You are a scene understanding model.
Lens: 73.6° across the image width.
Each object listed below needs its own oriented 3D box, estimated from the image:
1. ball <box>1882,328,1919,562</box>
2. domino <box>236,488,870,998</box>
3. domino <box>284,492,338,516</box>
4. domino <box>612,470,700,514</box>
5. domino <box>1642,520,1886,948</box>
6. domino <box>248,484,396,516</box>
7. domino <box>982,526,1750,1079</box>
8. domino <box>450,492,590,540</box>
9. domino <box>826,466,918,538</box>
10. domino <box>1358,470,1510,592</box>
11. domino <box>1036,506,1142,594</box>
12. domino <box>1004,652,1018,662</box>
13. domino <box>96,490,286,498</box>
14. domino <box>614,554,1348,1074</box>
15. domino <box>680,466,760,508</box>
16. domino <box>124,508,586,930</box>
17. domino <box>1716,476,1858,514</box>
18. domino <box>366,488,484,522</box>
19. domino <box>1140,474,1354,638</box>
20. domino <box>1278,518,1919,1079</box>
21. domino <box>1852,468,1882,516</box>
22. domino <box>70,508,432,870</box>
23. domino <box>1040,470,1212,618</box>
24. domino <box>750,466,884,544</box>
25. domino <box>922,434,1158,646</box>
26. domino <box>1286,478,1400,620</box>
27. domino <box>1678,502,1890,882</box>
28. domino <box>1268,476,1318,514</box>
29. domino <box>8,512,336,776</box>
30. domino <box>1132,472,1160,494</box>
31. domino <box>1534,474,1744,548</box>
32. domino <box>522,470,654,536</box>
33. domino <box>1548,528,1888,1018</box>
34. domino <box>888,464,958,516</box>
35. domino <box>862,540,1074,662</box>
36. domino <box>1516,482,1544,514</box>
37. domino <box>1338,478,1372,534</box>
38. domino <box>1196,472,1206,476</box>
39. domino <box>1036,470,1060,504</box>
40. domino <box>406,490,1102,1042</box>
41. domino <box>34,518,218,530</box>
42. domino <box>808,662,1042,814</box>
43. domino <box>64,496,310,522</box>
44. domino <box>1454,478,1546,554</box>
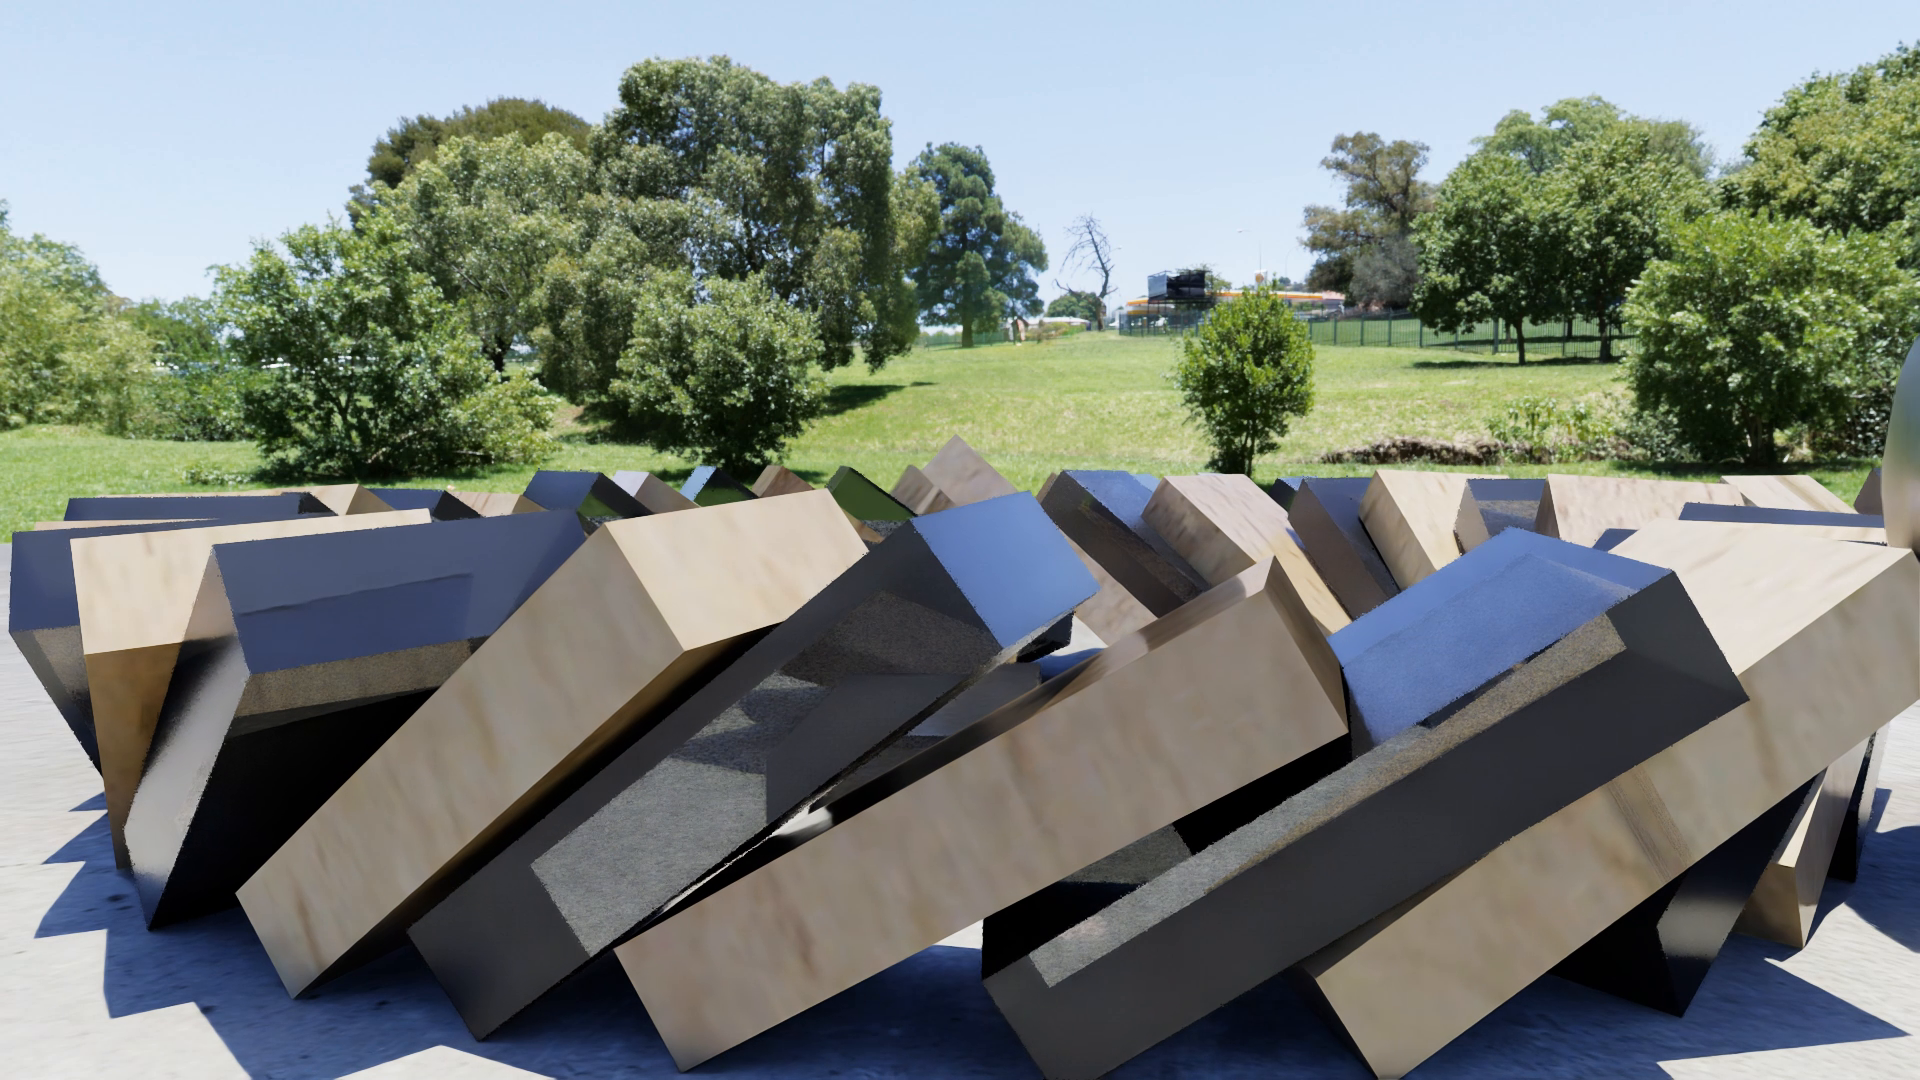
[{"bbox_3d":[0.121,-0.005,0.100,0.080,0.080,0.080,0,4,0],"label":"ball"},{"bbox_3d":[-0.031,0.016,0.099,0.050,0.009,0.025,-39,-11,26],"label":"domino"},{"bbox_3d":[-0.102,0.009,0.209,0.025,0.010,0.050,0,-29,16],"label":"domino"},{"bbox_3d":[-0.058,0.002,0.299,0.050,0.009,0.025,37,-15,-27],"label":"domino"},{"bbox_3d":[0.076,0.016,0.129,0.025,0.009,0.050,4,37,45],"label":"domino"},{"bbox_3d":[-0.099,0.007,0.227,0.025,0.010,0.050,-2,-29,23],"label":"domino"},{"bbox_3d":[0.025,0.018,0.093,0.050,0.010,0.025,-32,5,5],"label":"domino"},{"bbox_3d":[-0.081,0.006,0.267,0.025,0.010,0.050,3,-24,38],"label":"domino"},{"bbox_3d":[-0.011,0.000,0.323,0.050,0.009,0.025,36,-3,-11],"label":"domino"},{"bbox_3d":[0.086,0.008,0.206,0.025,0.010,0.050,2,40,-10],"label":"domino"},{"bbox_3d":[0.022,-0.001,0.331,0.050,0.009,0.025,35,1,-2],"label":"domino"},{"bbox_3d":[-0.015,0.013,0.199,0.025,0.009,0.050,-5,-19,33],"label":"domino"},{"bbox_3d":[-0.100,0.010,0.188,0.025,0.010,0.050,-1,-30,2],"label":"domino"},{"bbox_3d":[0.003,0.019,0.093,0.050,0.009,0.025,-31,-4,15],"label":"domino"},{"bbox_3d":[-0.043,0.001,0.310,0.050,0.009,0.025,37,-10,-20],"label":"domino"},{"bbox_3d":[-0.050,0.016,0.106,0.025,0.010,0.050,-9,-25,-43],"label":"domino"},{"bbox_3d":[0.173,0.006,0.250,0.025,0.009,0.050,-2,39,-20],"label":"domino"},{"bbox_3d":[-0.091,0.007,0.247,0.025,0.009,0.050,2,-27,30],"label":"domino"},{"bbox_3d":[0.059,0.007,0.233,0.025,0.010,0.050,-4,41,-42],"label":"domino"},{"bbox_3d":[0.044,0.017,0.098,0.050,0.010,0.025,-34,10,-4],"label":"domino"},{"bbox_3d":[0.186,0.006,0.230,0.025,0.010,0.050,0,42,6],"label":"domino"},{"bbox_3d":[-0.065,0.015,0.118,0.025,0.010,0.050,-7,-26,-34],"label":"domino"},{"bbox_3d":[0.040,0.006,0.241,0.050,0.010,0.025,44,25,26],"label":"domino"},{"bbox_3d":[-0.028,0.000,0.317,0.050,0.010,0.025,36,-7,-15],"label":"domino"},{"bbox_3d":[0.016,0.002,0.242,0.050,0.010,0.025,43,2,13],"label":"domino"},{"bbox_3d":[0.079,0.008,0.221,0.025,0.009,0.050,-1,39,-15],"label":"domino"},{"bbox_3d":[0.090,0.014,0.145,0.025,0.010,0.050,7,39,40],"label":"domino"},{"bbox_3d":[0.101,0.002,0.318,0.050,0.010,0.025,39,25,28],"label":"domino"},{"bbox_3d":[-0.077,0.014,0.134,0.025,0.009,0.050,-5,-27,-25],"label":"domino"},{"bbox_3d":[0.064,0.000,0.332,0.050,0.009,0.025,35,15,15],"label":"domino"},{"bbox_3d":[0.093,0.011,0.169,0.025,0.009,0.050,4,41,13],"label":"domino"},{"bbox_3d":[-0.070,0.003,0.282,0.025,0.009,0.050,4,-30,42],"label":"domino"},{"bbox_3d":[0.061,0.017,0.115,0.050,0.009,0.025,-39,25,-29],"label":"domino"},{"bbox_3d":[0.005,-0.001,0.328,0.050,0.009,0.025,35,-1,-6],"label":"domino"},{"bbox_3d":[-0.008,0.011,0.224,0.050,0.009,0.025,14,-20,-18],"label":"domino"},{"bbox_3d":[0.147,0.004,0.282,0.025,0.009,0.050,-3,36,-38],"label":"domino"},{"bbox_3d":[0.118,0.003,0.307,0.025,0.010,0.050,-5,37,-47],"label":"domino"},{"bbox_3d":[0.082,0.000,0.327,0.050,0.009,0.025,37,18,22],"label":"domino"},{"bbox_3d":[0.043,0.000,0.332,0.050,0.009,0.025,34,8,4],"label":"domino"},{"bbox_3d":[-0.015,0.016,0.095,0.050,0.009,0.025,-39,-7,19],"label":"domino"},{"bbox_3d":[-0.087,0.014,0.153,0.025,0.010,0.050,-1,-28,-17],"label":"domino"},{"bbox_3d":[-0.003,0.025,0.171,0.025,0.010,0.050,0,4,5],"label":"domino"},{"bbox_3d":[-0.094,0.012,0.170,0.025,0.010,0.050,-1,-30,-10],"label":"domino"},{"bbox_3d":[0.091,0.010,0.185,0.025,0.010,0.050,0,40,4],"label":"domino"}]
